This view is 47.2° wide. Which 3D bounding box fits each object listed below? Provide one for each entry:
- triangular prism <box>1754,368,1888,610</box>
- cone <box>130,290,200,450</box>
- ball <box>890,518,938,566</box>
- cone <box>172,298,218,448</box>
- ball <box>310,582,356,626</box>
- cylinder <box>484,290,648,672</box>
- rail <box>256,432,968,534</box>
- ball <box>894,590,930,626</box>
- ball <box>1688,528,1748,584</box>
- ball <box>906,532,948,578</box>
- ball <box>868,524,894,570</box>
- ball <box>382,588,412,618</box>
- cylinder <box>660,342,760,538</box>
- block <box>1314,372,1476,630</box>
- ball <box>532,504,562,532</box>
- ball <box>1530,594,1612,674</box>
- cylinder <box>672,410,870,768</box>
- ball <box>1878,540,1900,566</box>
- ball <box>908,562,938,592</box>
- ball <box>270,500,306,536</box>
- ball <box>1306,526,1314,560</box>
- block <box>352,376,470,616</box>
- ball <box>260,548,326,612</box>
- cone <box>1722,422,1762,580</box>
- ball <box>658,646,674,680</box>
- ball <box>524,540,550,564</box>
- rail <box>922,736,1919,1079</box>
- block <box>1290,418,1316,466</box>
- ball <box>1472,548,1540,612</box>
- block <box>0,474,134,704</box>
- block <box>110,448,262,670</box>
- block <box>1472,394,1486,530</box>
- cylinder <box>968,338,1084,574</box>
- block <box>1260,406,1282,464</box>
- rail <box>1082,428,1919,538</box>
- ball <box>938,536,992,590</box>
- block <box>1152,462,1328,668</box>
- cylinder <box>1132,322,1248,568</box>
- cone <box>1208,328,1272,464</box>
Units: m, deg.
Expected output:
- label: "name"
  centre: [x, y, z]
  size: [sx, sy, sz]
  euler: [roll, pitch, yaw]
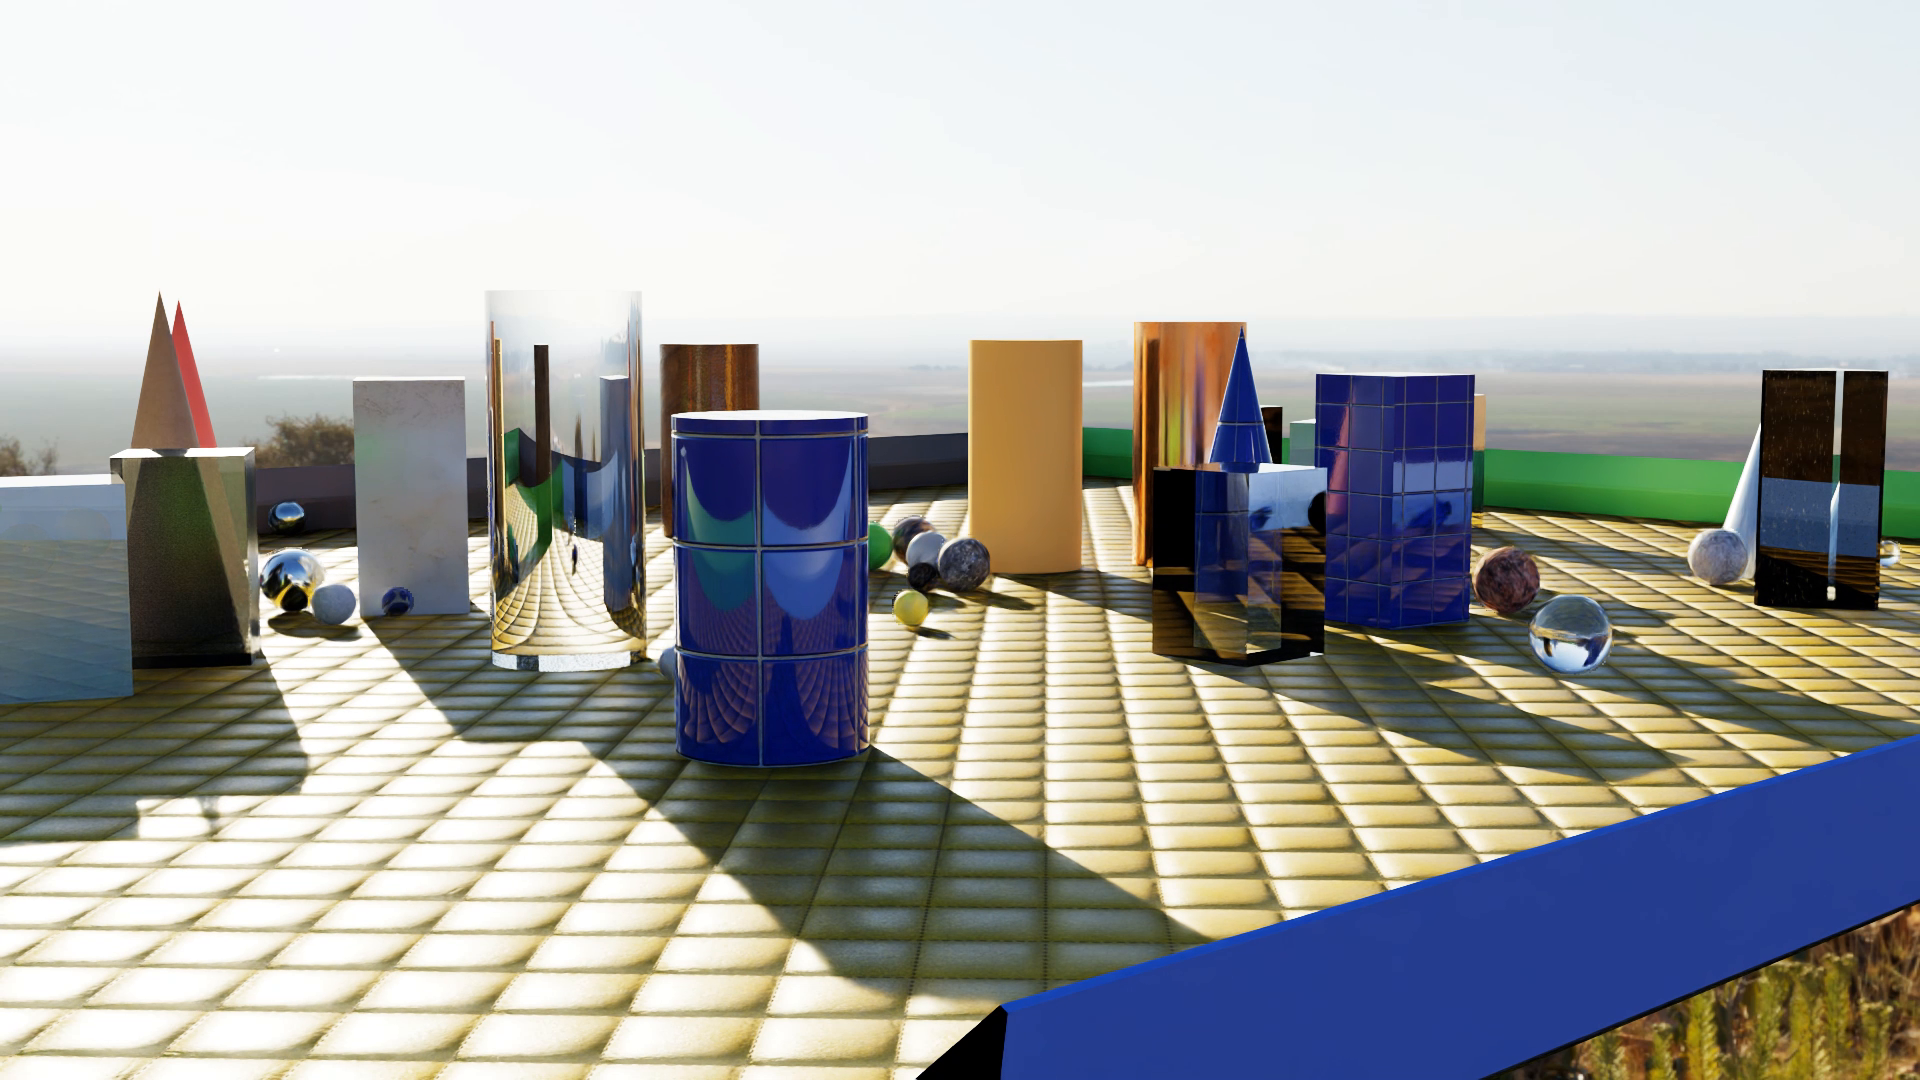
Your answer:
- label: "triangular prism"
  centre: [1.309, -0.082, 3.351]
  size: [0.171, 0.356, 0.148]
  euler: [2, 6, 20]
- label: "cone"
  centre: [-1.122, -0.117, 3.108]
  size: [0.197, 0.476, 0.197]
  euler: [0, 6, 0]
- label: "ball"
  centre: [-0.078, 0.004, 3.817]
  size: [0.088, 0.088, 0.088]
  euler: [0, 6, 0]
- label: "cone"
  centre: [-1.208, -0.144, 3.422]
  size: [0.197, 0.465, 0.197]
  euler: [0, 6, 0]
- label: "ball"
  centre: [-0.889, 0.090, 3.120]
  size: [0.062, 0.062, 0.062]
  euler: [0, 6, 0]
- label: "cylinder"
  centre: [-0.500, -0.081, 2.795]
  size: [0.197, 0.469, 0.197]
  euler: [0, 6, 0]
- label: "rail"
  centre: [-1.159, -0.097, 4.581]
  size: [4.092, 0.128, 0.045]
  euler: [-5, 8, -42]
- label: "ball"
  centre: [-0.069, 0.096, 3.113]
  size: [0.051, 0.051, 0.051]
  euler: [0, 6, 0]
- label: "ball"
  centre: [1.233, 0.027, 3.577]
  size: [0.093, 0.093, 0.093]
  euler: [0, 6, 0]
- label: "ball"
  centre: [-0.050, 0.025, 3.655]
  size: [0.079, 0.079, 0.079]
  euler: [0, 6, 0]
- label: "ball"
  centre: [-0.155, 0.011, 3.784]
  size: [0.081, 0.081, 0.081]
  euler: [0, 6, 0]
- label: "ball"
  centre: [-0.820, 0.091, 3.198]
  size: [0.042, 0.042, 0.042]
  euler: [0, 6, 0]
- label: "cylinder"
  centre: [-0.496, -0.200, 4.366]
  size: [0.197, 0.379, 0.197]
  euler: [0, 6, 0]
- label: "block"
  centre: [0.622, -0.061, 3.163]
  size: [0.158, 0.354, 0.158]
  euler: [-4, 7, -34]
- label: "ball"
  centre: [-0.831, -0.044, 4.424]
  size: [0.058, 0.058, 0.058]
  euler: [0, 6, 0]
- label: "ball"
  centre: [0.750, 0.115, 2.700]
  size: [0.099, 0.099, 0.099]
  euler: [0, 6, 0]
- label: "cylinder"
  centre: [-0.191, 0.043, 2.229]
  size: [0.197, 0.340, 0.197]
  euler: [0, 6, 0]
- label: "ball"
  centre: [1.616, 0.023, 3.837]
  size: [0.045, 0.045, 0.045]
  euler: [0, 6, 0]
- label: "ball"
  centre: [-0.058, 0.060, 3.479]
  size: [0.047, 0.047, 0.047]
  euler: [0, 6, 0]
- label: "ball"
  centre: [-1.331, -0.043, 4.353]
  size: [0.069, 0.069, 0.069]
  euler: [0, 6, 0]
- label: "ball"
  centre: [0.639, 0.007, 3.763]
  size: [0.094, 0.094, 0.094]
  euler: [0, 6, 0]
- label: "block"
  centre: [-0.817, -0.069, 3.285]
  size: [0.158, 0.344, 0.158]
  euler: [-1, 6, -12]
- label: "ball"
  centre: [-0.988, 0.060, 3.256]
  size: [0.094, 0.094, 0.094]
  euler: [0, 6, 0]
- label: "cone"
  centre: [1.372, -0.104, 3.719]
  size: [0.197, 0.323, 0.197]
  euler: [0, 6, 0]
- label: "ball"
  centre: [-0.342, 0.148, 2.654]
  size: [0.043, 0.043, 0.043]
  euler: [0, 6, 0]
- label: "ball"
  centre: [-0.746, 0.020, 3.878]
  size: [0.043, 0.043, 0.043]
  euler: [0, 6, 0]
- label: "rail"
  centre: [1.159, 0.164, 2.082]
  size: [4.092, 0.128, 0.045]
  euler: [-5, 8, -42]
- label: "block"
  centre: [0.681, -0.084, 3.877]
  size: [0.158, 0.250, 0.158]
  euler: [3, 7, 27]
- label: "ball"
  centre: [0.807, 0.059, 3.247]
  size: [0.097, 0.097, 0.097]
  euler: [0, 6, 0]
- label: "block"
  centre: [-1.062, 0.054, 2.576]
  size: [0.158, 0.247, 0.158]
  euler: [-3, 6, -23]
- label: "block"
  centre: [-0.987, 0.020, 2.812]
  size: [0.158, 0.265, 0.158]
  euler: [-1, 6, -13]
- label: "block"
  centre: [0.964, -0.160, 4.500]
  size: [0.158, 0.273, 0.158]
  euler: [5, 8, 40]
- label: "cylinder"
  centre: [0.113, -0.149, 3.810]
  size: [0.197, 0.394, 0.197]
  euler: [0, 6, 0]
- label: "block"
  centre: [0.522, -0.136, 4.338]
  size: [0.158, 0.257, 0.158]
  euler: [-4, 7, -37]
- label: "rail"
  centre: [1.486, -0.109, 4.696]
  size: [0.045, 0.128, 3.466]
  euler: [-5, 8, -42]
- label: "ball"
  centre: [0.007, 0.037, 3.510]
  size: [0.085, 0.085, 0.085]
  euler: [0, 6, 0]
- label: "block"
  centre: [0.362, 0.027, 2.849]
  size: [0.158, 0.243, 0.158]
  euler: [-6, 8, -43]
- label: "cylinder"
  centre: [0.403, -0.171, 3.869]
  size: [0.197, 0.425, 0.197]
  euler: [0, 6, 0]
- label: "cone"
  centre: [0.443, -0.129, 3.475]
  size: [0.197, 0.423, 0.197]
  euler: [0, 6, 0]
